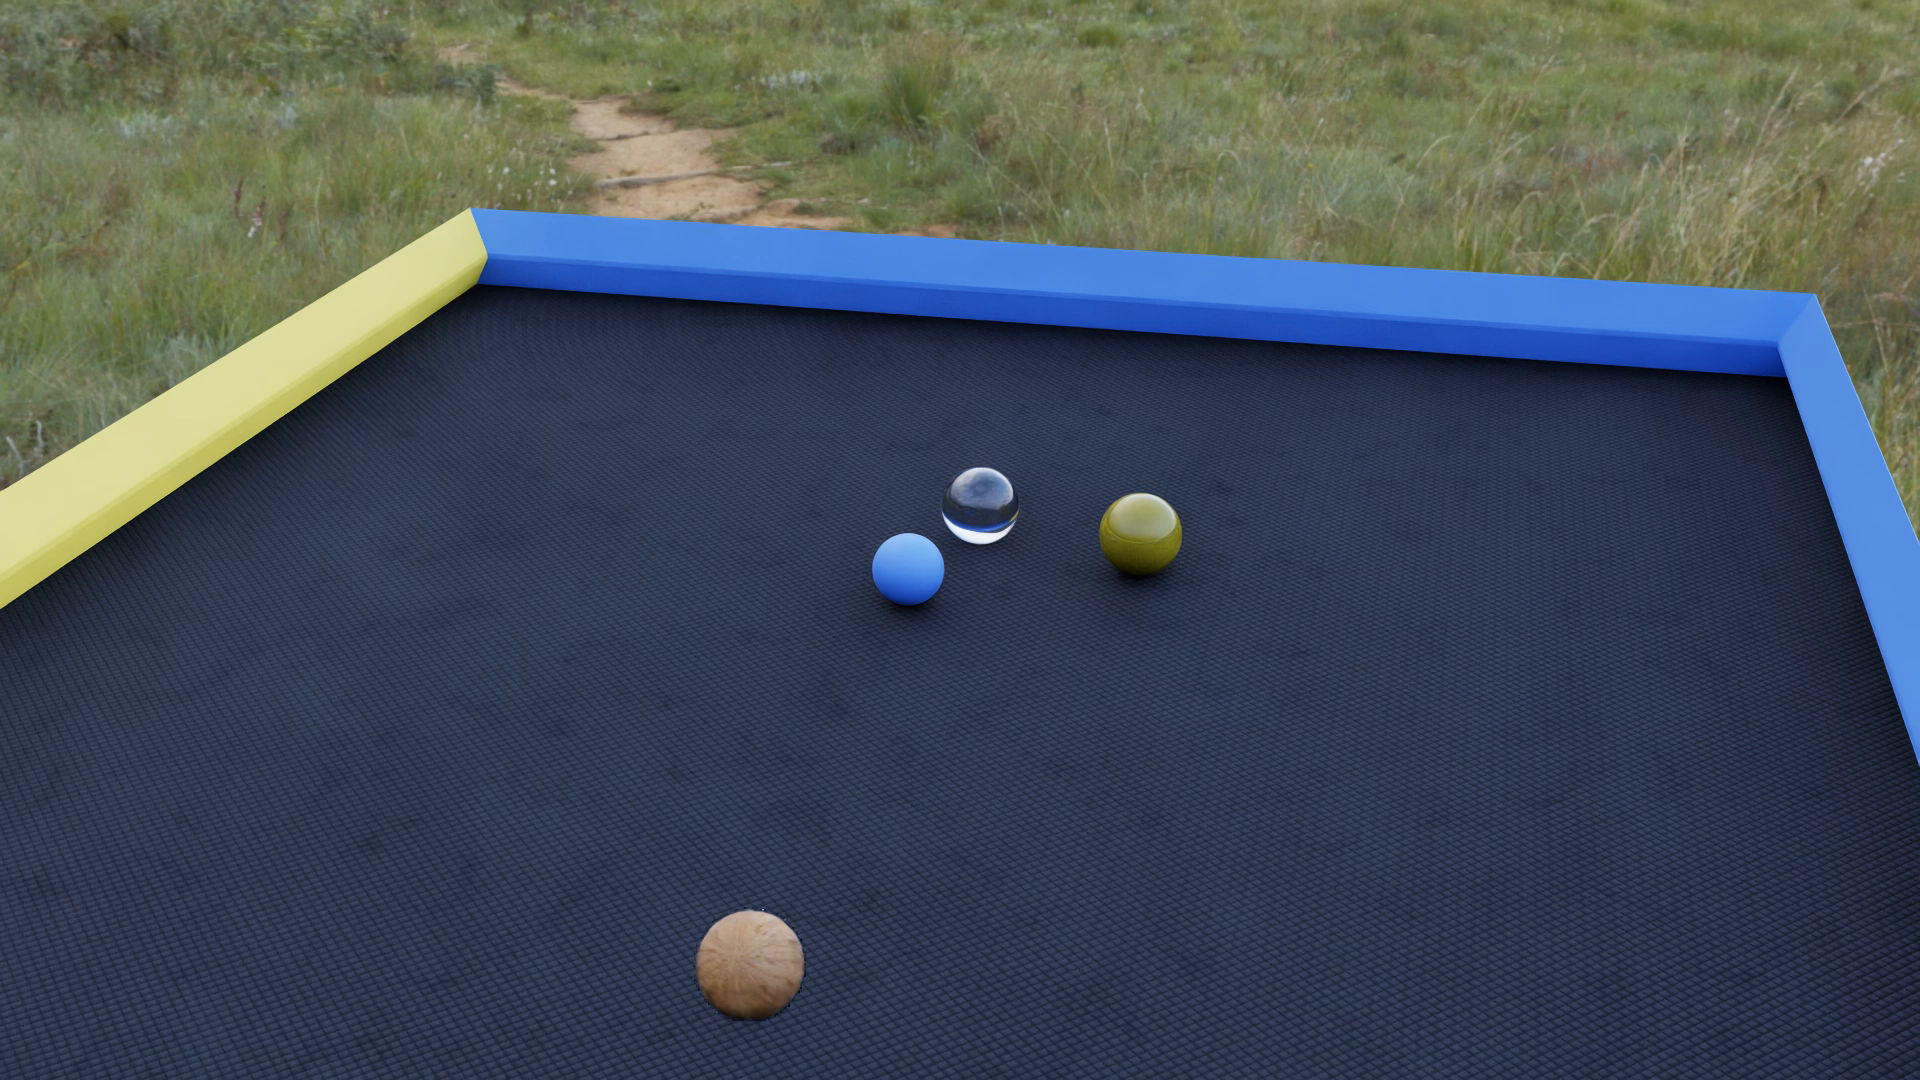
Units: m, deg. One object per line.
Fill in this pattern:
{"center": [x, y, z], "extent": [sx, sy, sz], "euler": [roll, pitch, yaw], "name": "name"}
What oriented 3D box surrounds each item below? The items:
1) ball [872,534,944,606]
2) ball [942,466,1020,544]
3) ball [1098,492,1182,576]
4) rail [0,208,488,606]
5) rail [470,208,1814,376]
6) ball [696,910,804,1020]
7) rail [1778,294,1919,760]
{"center": [-0.055, 0.031, 2.342], "extent": [0.077, 0.077, 0.077], "euler": [0, 24, 0], "name": "ball"}
{"center": [0.023, -0.039, 2.488], "extent": [0.089, 0.089, 0.089], "euler": [0, 24, 0], "name": "ball"}
{"center": [0.198, -0.006, 2.409], "extent": [0.092, 0.092, 0.092], "euler": [0, 24, 0], "name": "ball"}
{"center": [-1.132, 0.247, 1.795], "extent": [0.045, 0.119, 3.574], "euler": [5, 24, 12], "name": "rail"}
{"center": [0.196, -0.357, 3.171], "extent": [1.958, 0.119, 0.045], "euler": [5, 24, 12], "name": "rail"}
{"center": [-0.159, 0.323, 1.671], "extent": [0.082, 0.082, 0.082], "euler": [0, 24, 0], "name": "ball"}
{"center": [0.730, 0.420, 1.401], "extent": [0.045, 0.119, 3.574], "euler": [5, 24, 12], "name": "rail"}
